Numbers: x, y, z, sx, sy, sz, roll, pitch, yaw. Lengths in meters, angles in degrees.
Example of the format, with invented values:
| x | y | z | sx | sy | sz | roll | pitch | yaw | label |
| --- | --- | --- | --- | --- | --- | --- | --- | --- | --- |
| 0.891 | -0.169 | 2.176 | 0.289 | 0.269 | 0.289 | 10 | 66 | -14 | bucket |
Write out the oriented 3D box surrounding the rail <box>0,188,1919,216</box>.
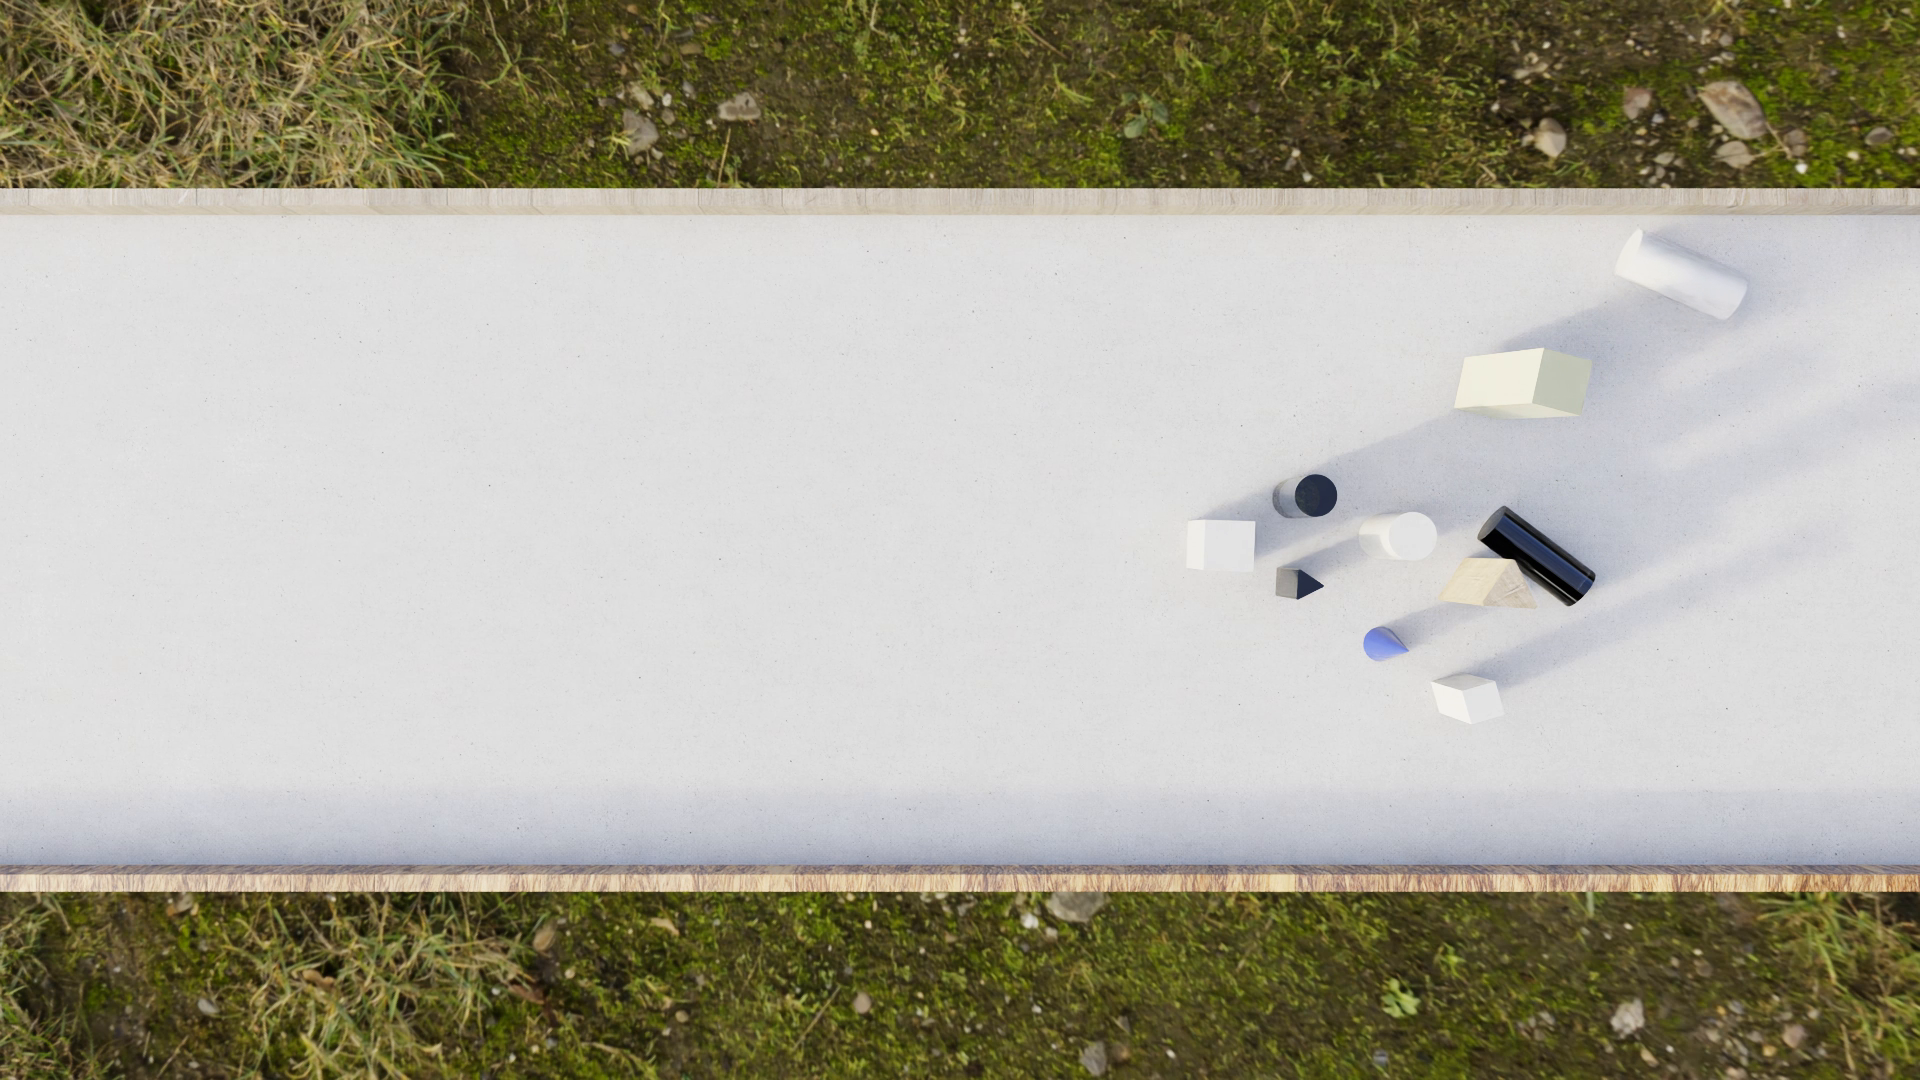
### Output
| x | y | z | sx | sy | sz | roll | pitch | yaw | label |
| --- | --- | --- | --- | --- | --- | --- | --- | --- | --- |
| -2.247 | -1.025 | 5.002 | 12.000 | 0.150 | 0.050 | 0 | 90 | 0 | rail |

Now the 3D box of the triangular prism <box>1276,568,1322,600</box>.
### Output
| x | y | z | sx | sy | sz | roll | pitch | yaw | label |
| --- | --- | --- | --- | --- | --- | --- | --- | --- | --- |
| 0.994 | 0.118 | 4.915 | 0.087 | 0.324 | 0.075 | -27 | 90 | 0 | triangular prism |

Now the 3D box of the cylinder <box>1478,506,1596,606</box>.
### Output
| x | y | z | sx | sy | sz | roll | pitch | yaw | label |
| --- | --- | --- | --- | --- | --- | --- | --- | --- | --- |
| 1.750 | 0.049 | 5.011 | 0.337 | 0.131 | 0.131 | 37 | 90 | 0 | cylinder |

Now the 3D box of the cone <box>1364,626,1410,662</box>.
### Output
| x | y | z | sx | sy | sz | roll | pitch | yaw | label |
| --- | --- | --- | --- | --- | --- | --- | --- | --- | --- |
| 1.295 | 0.320 | 4.912 | 0.108 | 0.329 | 0.108 | 0 | 90 | 0 | cone |

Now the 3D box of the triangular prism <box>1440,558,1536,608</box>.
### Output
| x | y | z | sx | sy | sz | roll | pitch | yaw | label |
| --- | --- | --- | --- | --- | --- | --- | --- | --- | --- |
| 1.554 | 0.120 | 4.861 | 0.153 | 0.430 | 0.133 | 4 | 90 | 0 | triangular prism |

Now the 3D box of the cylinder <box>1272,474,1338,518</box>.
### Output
| x | y | z | sx | sy | sz | roll | pitch | yaw | label |
| --- | --- | --- | --- | --- | --- | --- | --- | --- | --- |
| 1.022 | -0.128 | 4.905 | 0.123 | 0.342 | 0.123 | 0 | 90 | 0 | cylinder |

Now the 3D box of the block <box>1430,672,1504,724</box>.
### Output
| x | y | z | sx | sy | sz | roll | pitch | yaw | label |
| --- | --- | --- | --- | --- | --- | --- | --- | --- | --- |
| 1.511 | 0.470 | 4.918 | 0.100 | 0.316 | 0.100 | -16 | 90 | 0 | block |

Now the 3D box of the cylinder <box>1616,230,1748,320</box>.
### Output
| x | y | z | sx | sy | sz | roll | pitch | yaw | label |
| --- | --- | --- | --- | --- | --- | --- | --- | --- | --- |
| 2.187 | -0.803 | 5.003 | 0.346 | 0.146 | 0.146 | 24 | 90 | 0 | cylinder |

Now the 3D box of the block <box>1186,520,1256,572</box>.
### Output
| x | y | z | sx | sy | sz | roll | pitch | yaw | label |
| --- | --- | --- | --- | --- | --- | --- | --- | --- | --- |
| 0.771 | 0.016 | 4.899 | 0.144 | 0.354 | 0.144 | 2 | 90 | 0 | block |

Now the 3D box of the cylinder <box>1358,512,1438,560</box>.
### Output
| x | y | z | sx | sy | sz | roll | pitch | yaw | label |
| --- | --- | --- | --- | --- | --- | --- | --- | --- | --- |
| 1.297 | -0.011 | 4.900 | 0.140 | 0.353 | 0.140 | 0 | 90 | 0 | cylinder |

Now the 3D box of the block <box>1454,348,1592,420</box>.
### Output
| x | y | z | sx | sy | sz | roll | pitch | yaw | label |
| --- | --- | --- | --- | --- | --- | --- | --- | --- | --- |
| 1.648 | -0.454 | 4.848 | 0.158 | 0.433 | 0.158 | 12 | 90 | -12 | block |

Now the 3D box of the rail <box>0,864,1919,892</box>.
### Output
| x | y | z | sx | sy | sz | roll | pitch | yaw | label |
| --- | --- | --- | --- | --- | --- | --- | --- | --- | --- |
| -2.247 | 1.025 | 5.001 | 12.000 | 0.150 | 0.050 | 0 | 90 | 0 | rail |
